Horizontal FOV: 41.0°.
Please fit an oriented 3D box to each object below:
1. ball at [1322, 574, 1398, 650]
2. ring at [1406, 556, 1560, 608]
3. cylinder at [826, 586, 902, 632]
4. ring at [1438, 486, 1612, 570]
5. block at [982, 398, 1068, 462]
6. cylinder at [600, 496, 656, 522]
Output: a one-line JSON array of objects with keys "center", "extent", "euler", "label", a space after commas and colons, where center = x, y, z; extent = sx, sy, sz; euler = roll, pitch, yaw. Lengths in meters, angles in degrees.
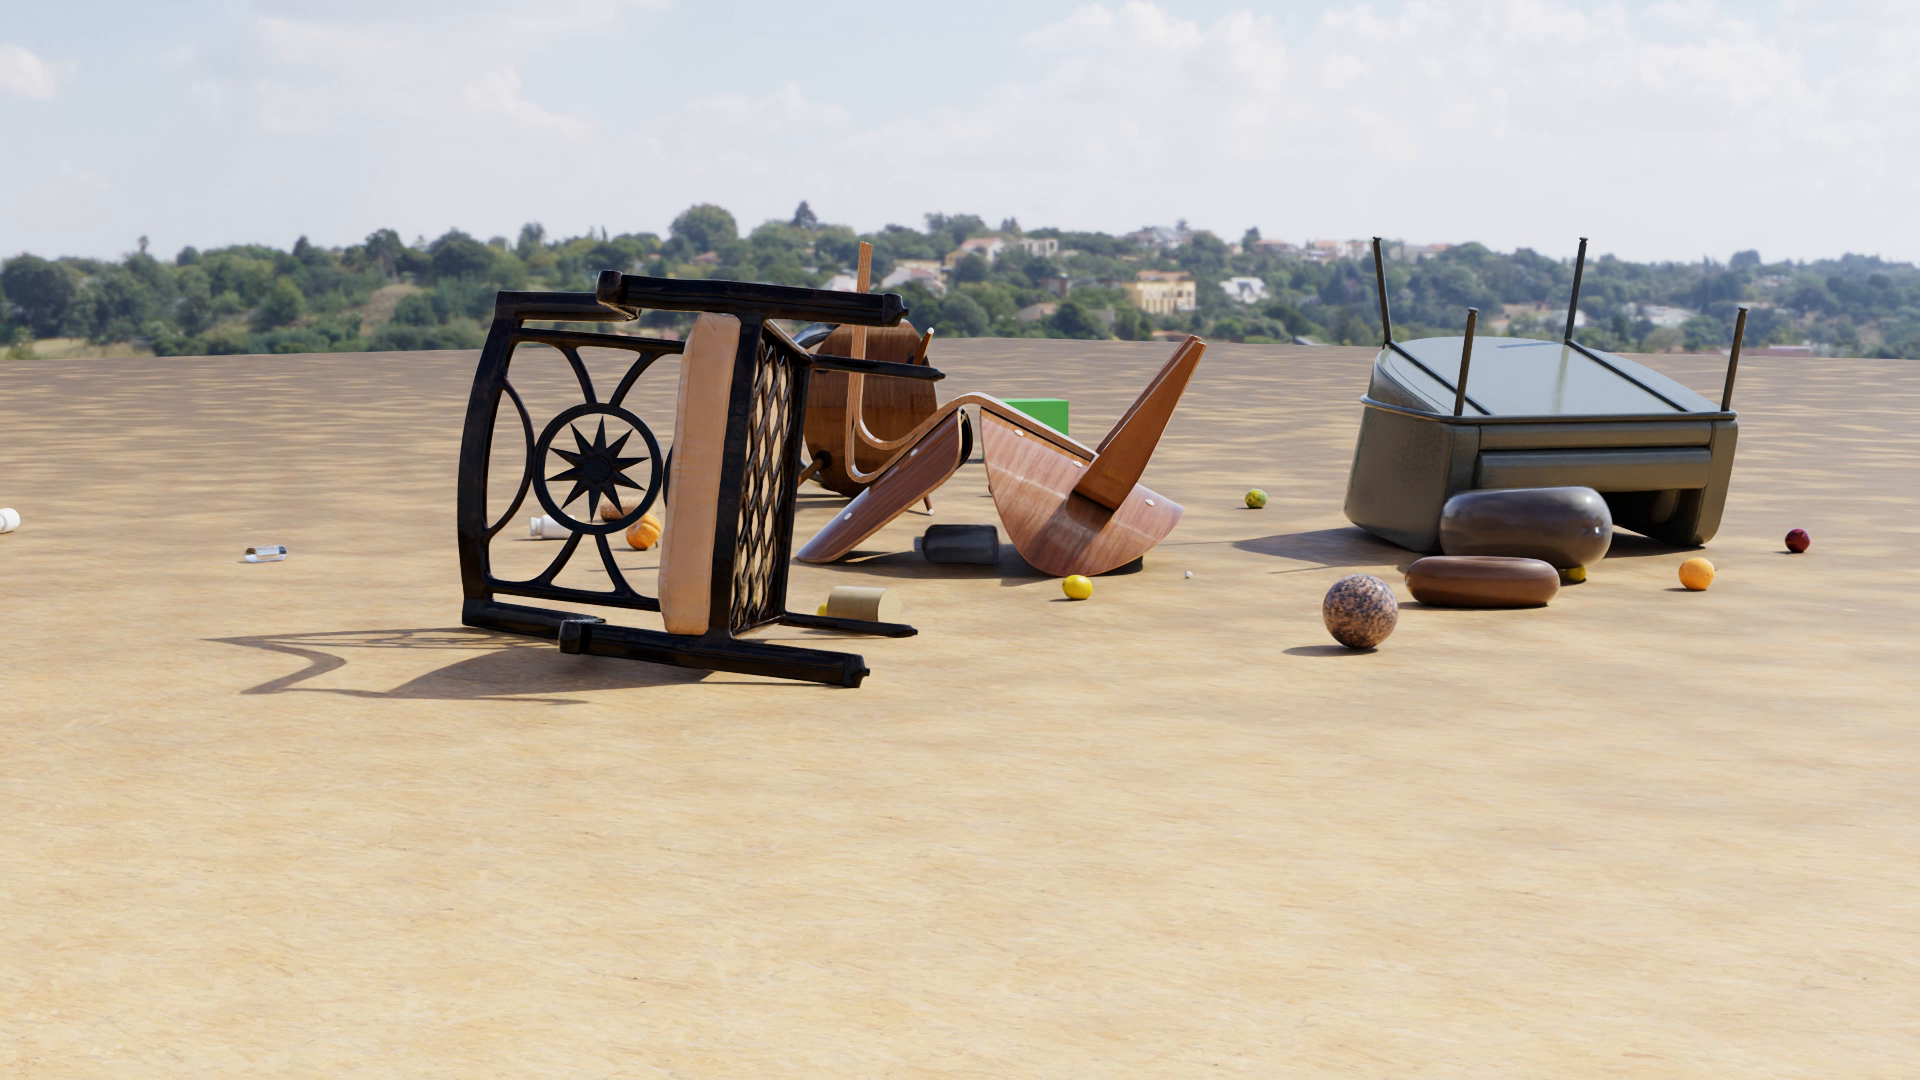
[{"center": [0.707, 0.126, 4.534], "extent": [0.134, 0.134, 0.134], "euler": [0, 6, 0], "label": "ball"}, {"center": [1.048, 0.084, 5.149], "extent": [0.311, 0.094, 0.166], "euler": [1, 4, 1], "label": "ring"}, {"center": [-0.178, 0.128, 4.766], "extent": [0.107, 0.083, 0.096], "euler": [3, 9, 25], "label": "cylinder"}, {"center": [1.254, -0.027, 5.716], "extent": [0.291, 0.178, 0.535], "euler": [-4, 1, -21], "label": "ring"}, {"center": [0.232, -0.393, 9.182], "extent": [0.268, 0.215, 0.210], "euler": [-1, 6, -12], "label": "block"}, {"center": [-0.893, -0.083, 6.906], "extent": [0.125, 0.065, 0.106], "euler": [1, 9, 10], "label": "cylinder"}]
